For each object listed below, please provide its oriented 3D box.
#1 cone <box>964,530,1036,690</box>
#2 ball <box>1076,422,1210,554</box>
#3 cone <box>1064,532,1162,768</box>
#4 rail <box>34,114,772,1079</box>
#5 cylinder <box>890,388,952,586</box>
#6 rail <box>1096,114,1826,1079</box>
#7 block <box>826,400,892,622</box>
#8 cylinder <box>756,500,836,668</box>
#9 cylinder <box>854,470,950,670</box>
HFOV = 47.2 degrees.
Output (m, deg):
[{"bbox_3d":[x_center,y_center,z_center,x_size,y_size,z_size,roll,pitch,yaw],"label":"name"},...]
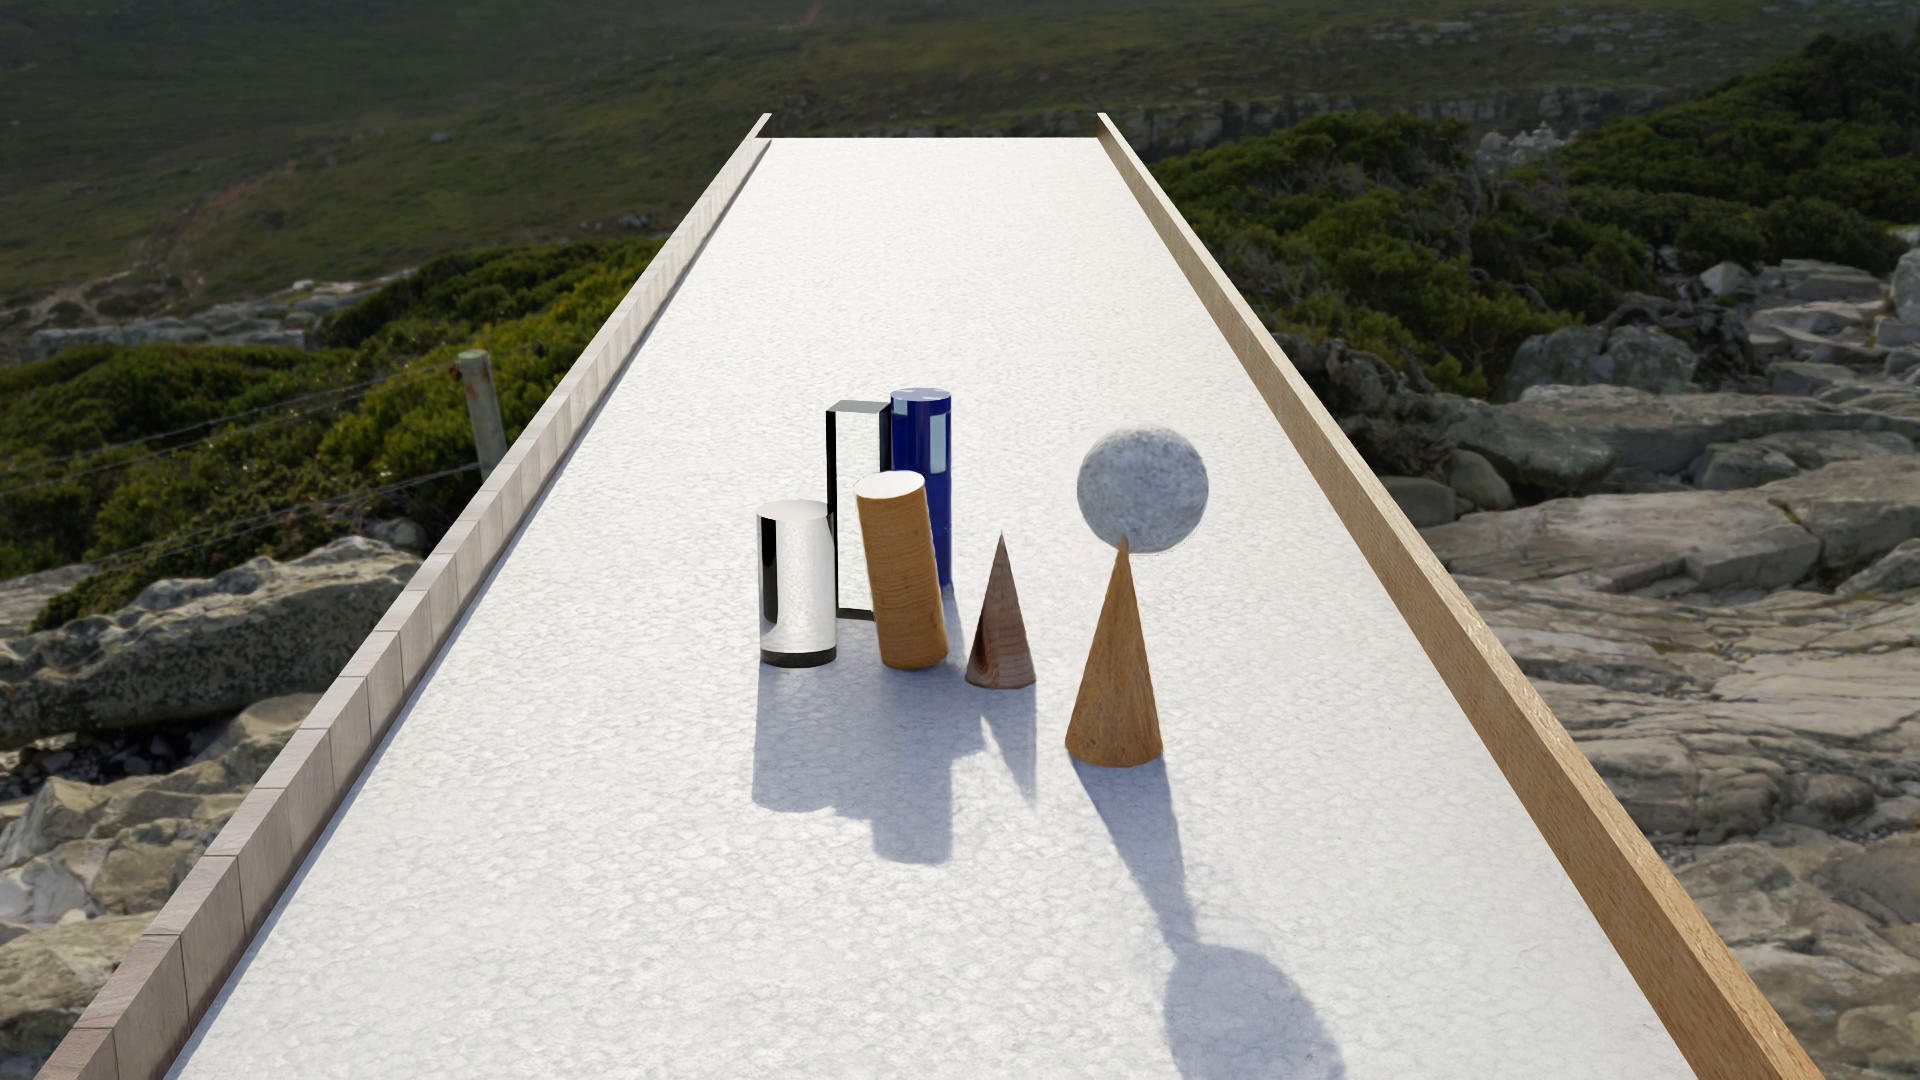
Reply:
[{"bbox_3d":[0.080,0.123,4.274,0.142,0.308,0.142,0,17,0],"label":"cone"},{"bbox_3d":[0.321,-0.091,3.869,0.233,0.233,0.233,0,17,0],"label":"ball"},{"bbox_3d":[0.279,0.174,3.872,0.176,0.420,0.176,1,24,0],"label":"cone"},{"bbox_3d":[-1.118,-0.838,7.780,0.050,0.150,12.000,0,17,-1],"label":"rail"},{"bbox_3d":[-0.086,-0.115,4.866,0.136,0.426,0.136,0,17,0],"label":"cylinder"},{"bbox_3d":[0.932,-0.844,7.801,0.050,0.150,12.000,0,17,-1],"label":"rail"},{"bbox_3d":[-0.212,-0.063,4.648,0.110,0.450,0.110,4,17,14],"label":"block"},{"bbox_3d":[-0.326,0.087,4.398,0.155,0.306,0.155,0,17,0],"label":"cylinder"},{"bbox_3d":[-0.113,0.061,4.341,0.137,0.371,0.137,-7,23,3],"label":"cylinder"}]
